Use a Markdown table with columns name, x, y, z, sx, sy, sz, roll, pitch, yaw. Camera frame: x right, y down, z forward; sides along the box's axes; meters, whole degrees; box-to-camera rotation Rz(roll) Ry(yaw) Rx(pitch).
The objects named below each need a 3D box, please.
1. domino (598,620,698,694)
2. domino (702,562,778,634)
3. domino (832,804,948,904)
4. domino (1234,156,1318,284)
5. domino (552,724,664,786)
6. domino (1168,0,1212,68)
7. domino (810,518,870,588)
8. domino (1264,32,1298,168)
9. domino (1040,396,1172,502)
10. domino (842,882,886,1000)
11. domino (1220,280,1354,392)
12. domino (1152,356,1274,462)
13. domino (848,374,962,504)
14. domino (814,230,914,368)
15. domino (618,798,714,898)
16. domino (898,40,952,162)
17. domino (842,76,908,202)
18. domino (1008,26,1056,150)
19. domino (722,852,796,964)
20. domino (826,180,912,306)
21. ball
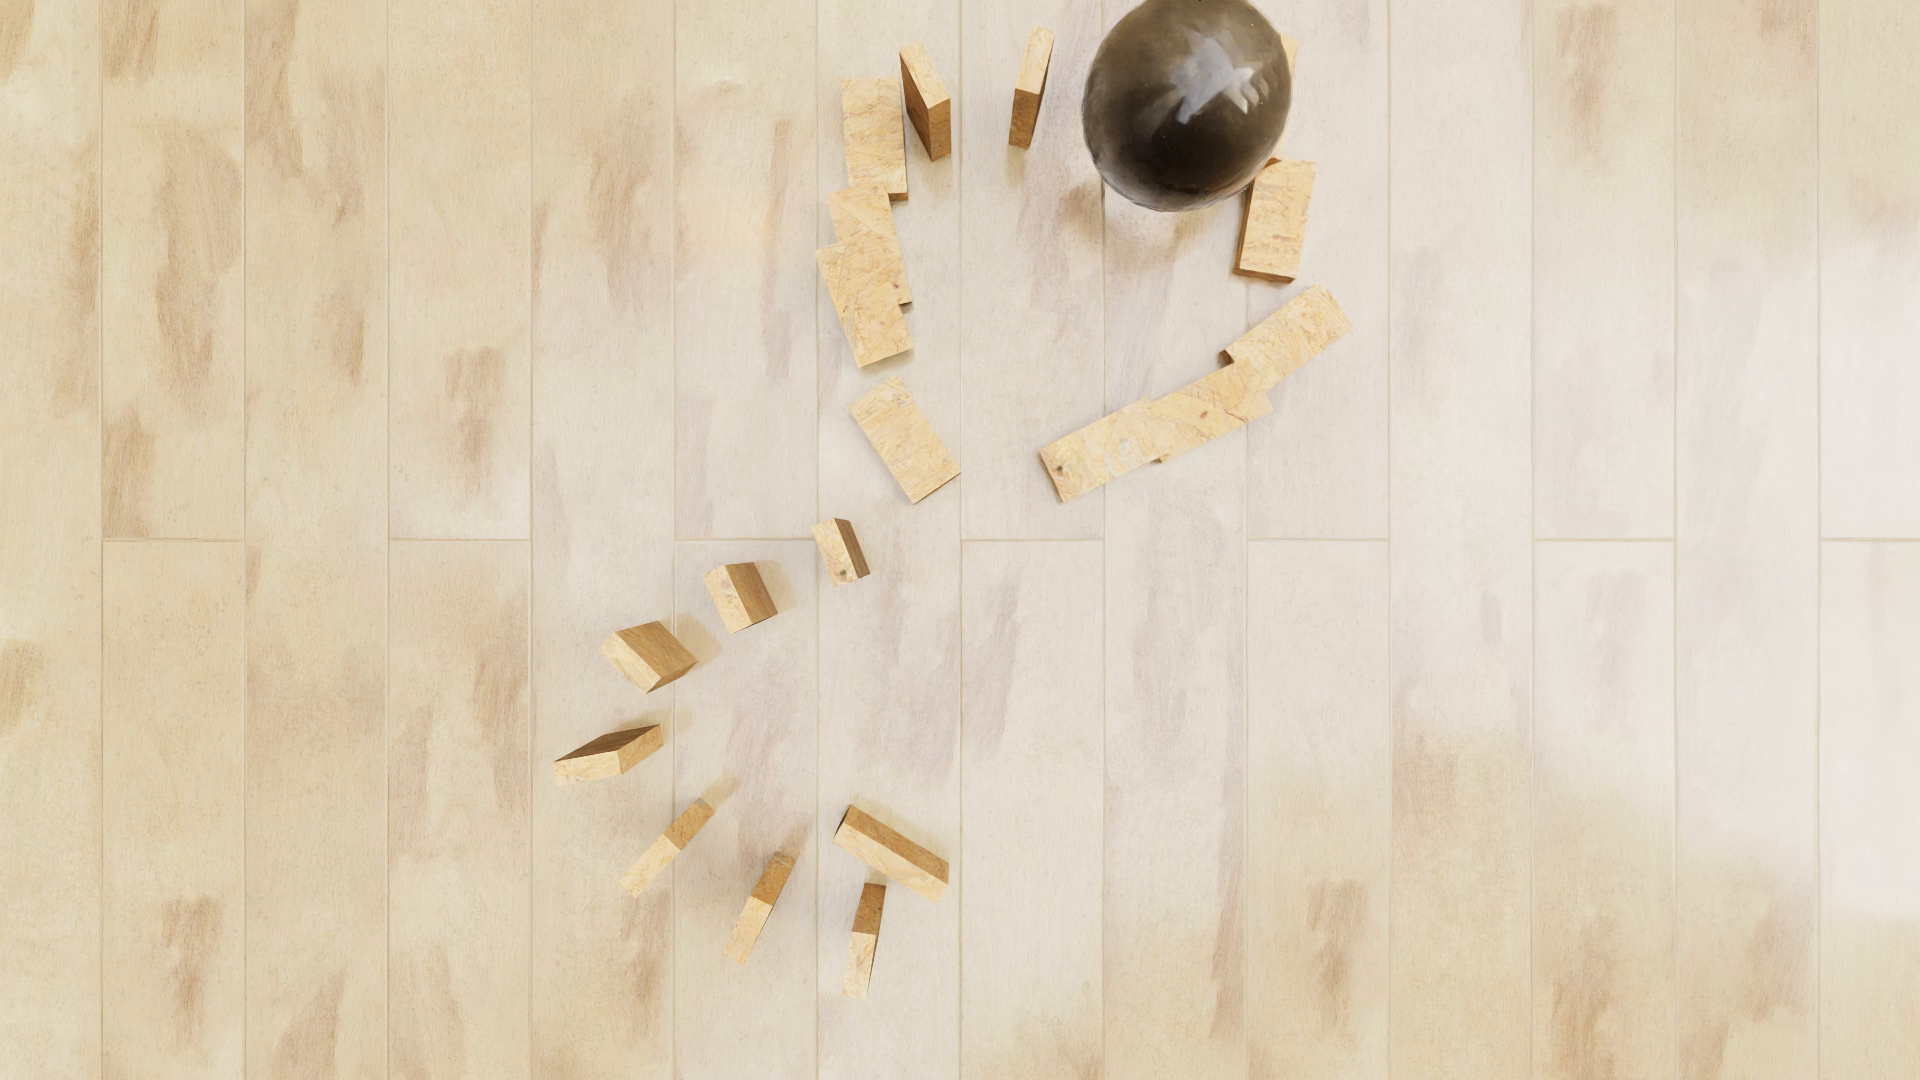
| name | x | y | z | sx | sy | sz | roll | pitch | yaw |
| --- | --- | --- | --- | --- | --- | --- | --- | --- | --- |
| domino | -0.126 | 0.047 | 0.375 | 0.025 | 0.050 | 0.010 | 45 | 90 | 0 |
| domino | -0.089 | 0.023 | 0.375 | 0.009 | 0.050 | 0.025 | -26 | 90 | 0 |
| domino | -0.029 | 0.132 | 0.388 | 0.050 | 0.025 | 0.009 | 31 | 90 | 0 |
| domino | 0.136 | -0.138 | 0.395 | 0.025 | 0.009 | 0.050 | 10 | 90 | 0 |
| domino | -0.143 | 0.087 | 0.375 | 0.025 | 0.050 | 0.009 | -10 | 90 | 0 |
| domino | 0.097 | -0.224 | 0.372 | 0.009 | 0.050 | 0.025 | 12 | 60 | 0 |
| domino | -0.048 | 0.005 | 0.375 | 0.009 | 0.050 | 0.025 | -22 | 90 | 0 |
| domino | 0.126 | -0.182 | 0.387 | 0.009 | 0.025 | 0.050 | 8 | 90 | -27 |
| domino | 0.062 | -0.038 | 0.390 | 0.050 | 0.010 | 0.025 | -26 | 90 | 12 |
| domino | -0.039 | 0.163 | 0.375 | 0.009 | 0.050 | 0.025 | 9 | 90 | 0 |
| domino | 0.141 | -0.086 | 0.395 | 0.050 | 0.010 | 0.025 | -36 | 90 | 0 |
| domino | 0.104 | -0.055 | 0.390 | 0.050 | 0.010 | 0.025 | -26 | 90 | 12 |
| domino | -0.024 | -0.043 | 0.395 | 0.025 | 0.010 | 0.050 | -34 | 90 | 0 |
| domino | -0.040 | -0.101 | 0.385 | 0.025 | 0.009 | 0.050 | -20 | 102 | 2 |
| domino | -0.119 | 0.125 | 0.375 | 0.009 | 0.050 | 0.025 | 43 | 90 | 0 |
| domino | -0.014 | -0.178 | 0.375 | 0.010 | 0.050 | 0.025 | -27 | 90 | 0 |
| domino | -0.037 | -0.172 | 0.395 | 0.025 | 0.010 | 0.050 | -4 | 90 | 0 |
| domino | 0.029 | -0.184 | 0.375 | 0.010 | 0.050 | 0.025 | 15 | 90 | 0 |
| domino | -0.081 | 0.149 | 0.375 | 0.010 | 0.050 | 0.025 | 26 | 90 | 0 |
| domino | -0.038 | -0.124 | 0.390 | 0.025 | 0.010 | 0.050 | -13 | 102 | 0 |
| ball | 0.088 | -0.171 | 0.360 | 0.080 | 0.080 | 0.080 | 0 | 90 | 0 |
